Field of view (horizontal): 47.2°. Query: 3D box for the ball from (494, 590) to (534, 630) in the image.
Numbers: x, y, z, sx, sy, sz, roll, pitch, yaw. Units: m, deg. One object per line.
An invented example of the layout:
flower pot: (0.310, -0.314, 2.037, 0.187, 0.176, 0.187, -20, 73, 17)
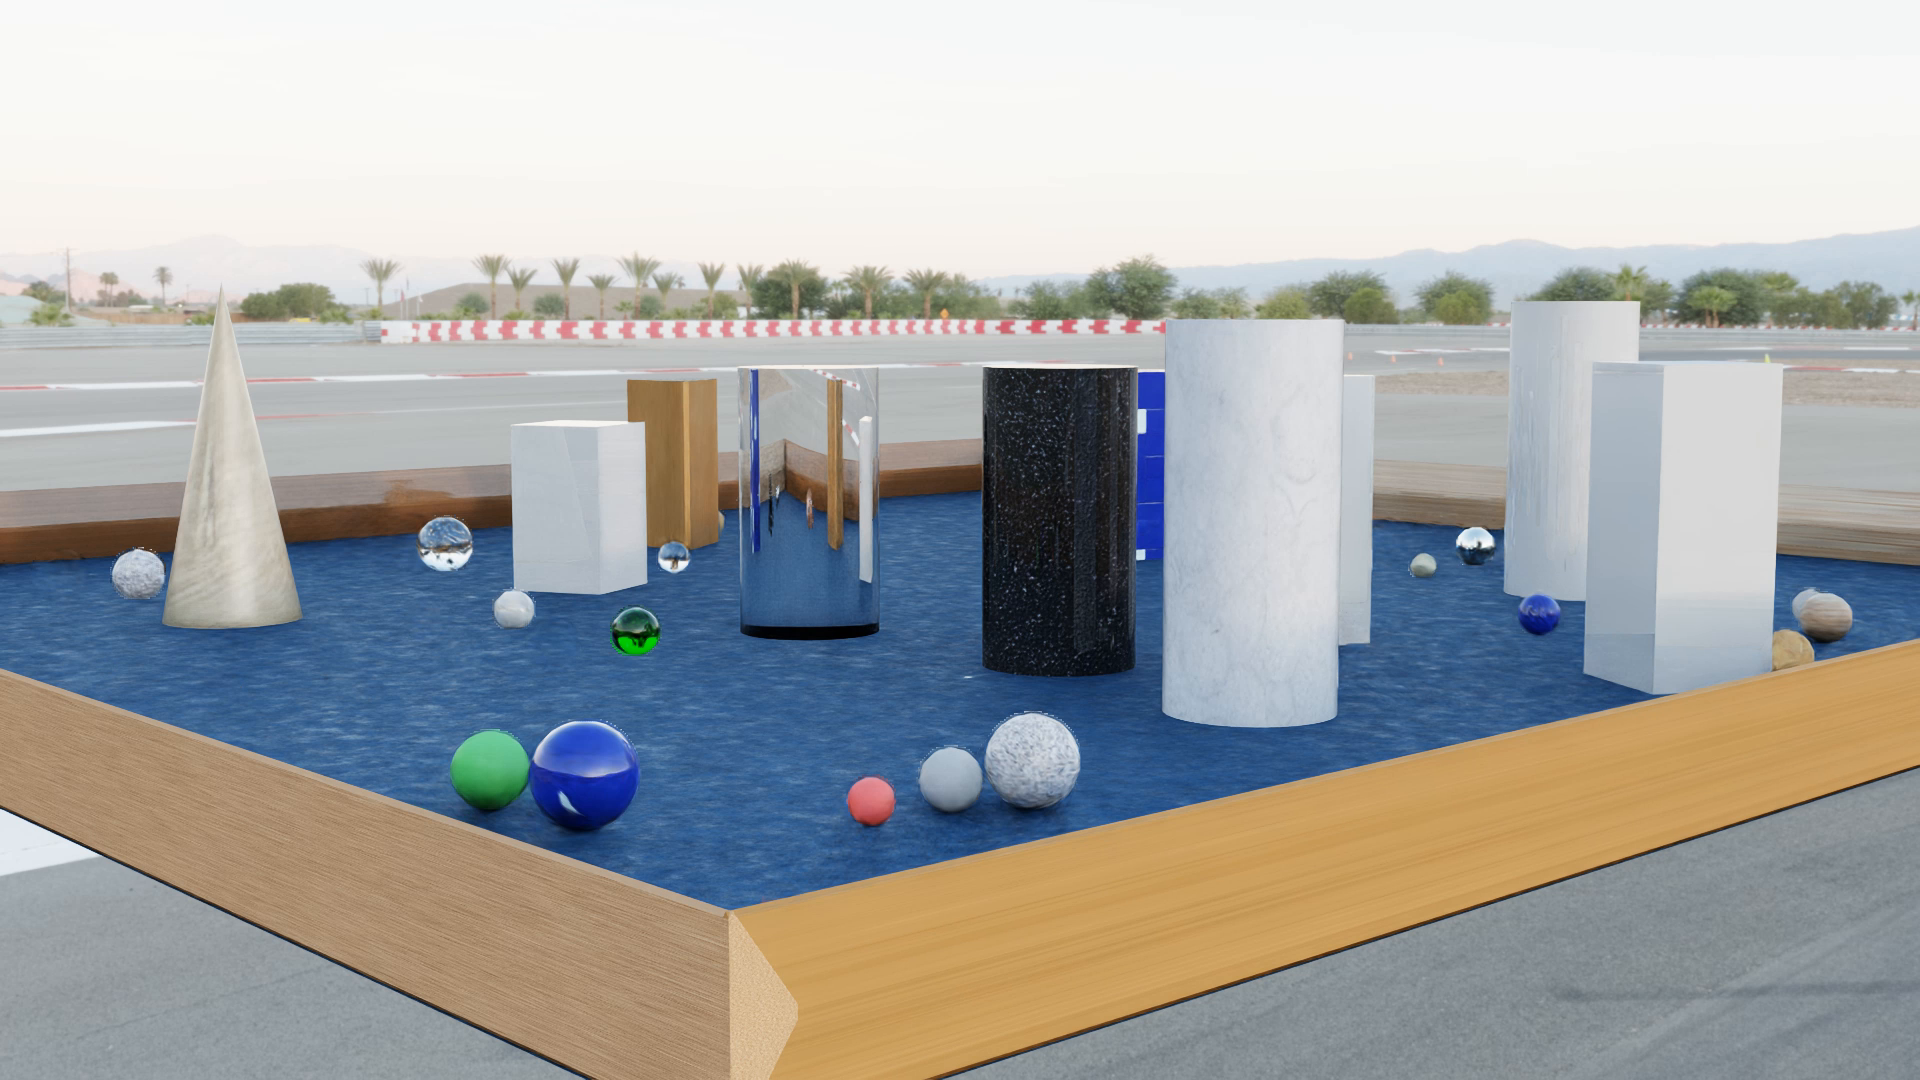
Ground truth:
ball: (-0.621, 0.098, 3.060, 0.056, 0.056, 0.056, 0, 6, 0)

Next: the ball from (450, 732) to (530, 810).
ball: (-0.419, 0.206, 1.962, 0.070, 0.070, 0.070, 0, 6, 0)

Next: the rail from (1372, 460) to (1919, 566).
rail: (1.134, -0.076, 4.373, 0.045, 0.126, 3.036, -5, 8, -42)

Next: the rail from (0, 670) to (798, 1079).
rail: (-1.134, 0.142, 2.291, 0.045, 0.126, 3.036, -5, 8, -42)

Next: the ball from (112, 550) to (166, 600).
ball: (-1.263, 0.054, 3.382, 0.076, 0.076, 0.076, 0, 6, 0)

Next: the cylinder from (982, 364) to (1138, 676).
cylinder: (0.124, -0.030, 2.750, 0.194, 0.374, 0.194, 0, 6, 0)

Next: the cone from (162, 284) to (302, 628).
cone: (-1.049, -0.127, 3.147, 0.194, 0.484, 0.194, 0, 6, 0)

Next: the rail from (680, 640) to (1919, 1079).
rail: (1.013, 0.147, 2.240, 3.133, 0.126, 0.045, -5, 8, -42)

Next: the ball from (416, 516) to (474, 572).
ball: (-0.876, 0.007, 3.742, 0.093, 0.093, 0.093, 0, 6, 0)

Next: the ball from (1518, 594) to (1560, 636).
ball: (0.794, 0.102, 3.015, 0.057, 0.057, 0.057, 0, 6, 0)

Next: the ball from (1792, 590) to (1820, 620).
ball: (1.207, 0.095, 3.124, 0.048, 0.048, 0.048, 0, 6, 0)

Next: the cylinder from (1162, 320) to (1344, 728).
cylinder: (0.322, -0.025, 2.424, 0.194, 0.433, 0.194, 0, 6, 0)

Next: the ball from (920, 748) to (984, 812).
ball: (-0.008, 0.213, 1.952, 0.057, 0.057, 0.057, 0, 6, 0)

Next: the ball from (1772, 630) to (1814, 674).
ball: (0.984, 0.139, 2.620, 0.065, 0.065, 0.065, 0, 6, 0)

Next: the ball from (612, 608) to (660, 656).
ball: (-0.418, 0.118, 2.836, 0.062, 0.062, 0.062, 0, 6, 0)

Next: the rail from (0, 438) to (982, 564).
rail: (-1.013, -0.082, 4.424, 3.133, 0.126, 0.045, -5, 8, -42)

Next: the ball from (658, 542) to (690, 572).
ball: (-0.484, 0.029, 3.725, 0.053, 0.053, 0.053, 0, 6, 0)

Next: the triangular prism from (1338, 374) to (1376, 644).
triangular prism: (0.444, -0.044, 2.964, 0.168, 0.357, 0.146, -3, 7, -25)

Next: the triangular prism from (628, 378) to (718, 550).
triangular prism: (-0.517, -0.148, 4.168, 0.168, 0.313, 0.146, 5, 8, 42)

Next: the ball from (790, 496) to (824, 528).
ball: (-0.311, -0.056, 4.477, 0.067, 0.067, 0.067, 0, 6, 0)

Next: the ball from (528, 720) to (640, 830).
ball: (-0.322, 0.202, 1.886, 0.094, 0.094, 0.094, 0, 6, 0)

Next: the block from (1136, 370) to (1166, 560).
block: (0.324, -0.140, 3.995, 0.155, 0.334, 0.155, -4, 7, -30)

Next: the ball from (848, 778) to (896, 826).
ball: (-0.077, 0.226, 1.902, 0.042, 0.042, 0.042, 0, 6, 0)

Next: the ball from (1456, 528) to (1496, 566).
ball: (0.896, 0.012, 3.820, 0.068, 0.068, 0.068, 0, 6, 0)

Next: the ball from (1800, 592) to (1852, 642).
ball: (1.160, 0.104, 2.945, 0.067, 0.067, 0.067, 0, 6, 0)

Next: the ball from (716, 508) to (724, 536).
ball: (-0.489, -0.033, 4.267, 0.065, 0.065, 0.065, 0, 6, 0)

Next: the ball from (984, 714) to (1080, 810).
ball: (0.065, 0.198, 1.963, 0.085, 0.085, 0.085, 0, 6, 0)

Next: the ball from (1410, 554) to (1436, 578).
ball: (0.770, 0.043, 3.654, 0.041, 0.041, 0.041, 0, 6, 0)

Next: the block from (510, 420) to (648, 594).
block: (-0.609, -0.056, 3.528, 0.155, 0.263, 0.155, 2, 6, 20)

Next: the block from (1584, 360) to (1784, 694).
block: (0.860, -0.020, 2.624, 0.155, 0.382, 0.155, -2, 6, -14)

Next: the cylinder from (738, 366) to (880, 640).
cylinder: (-0.209, -0.056, 3.043, 0.194, 0.366, 0.194, 0, 6, 0)

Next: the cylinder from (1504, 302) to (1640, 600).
cylinder: (0.957, -0.144, 3.442, 0.194, 0.456, 0.194, 0, 6, 0)
